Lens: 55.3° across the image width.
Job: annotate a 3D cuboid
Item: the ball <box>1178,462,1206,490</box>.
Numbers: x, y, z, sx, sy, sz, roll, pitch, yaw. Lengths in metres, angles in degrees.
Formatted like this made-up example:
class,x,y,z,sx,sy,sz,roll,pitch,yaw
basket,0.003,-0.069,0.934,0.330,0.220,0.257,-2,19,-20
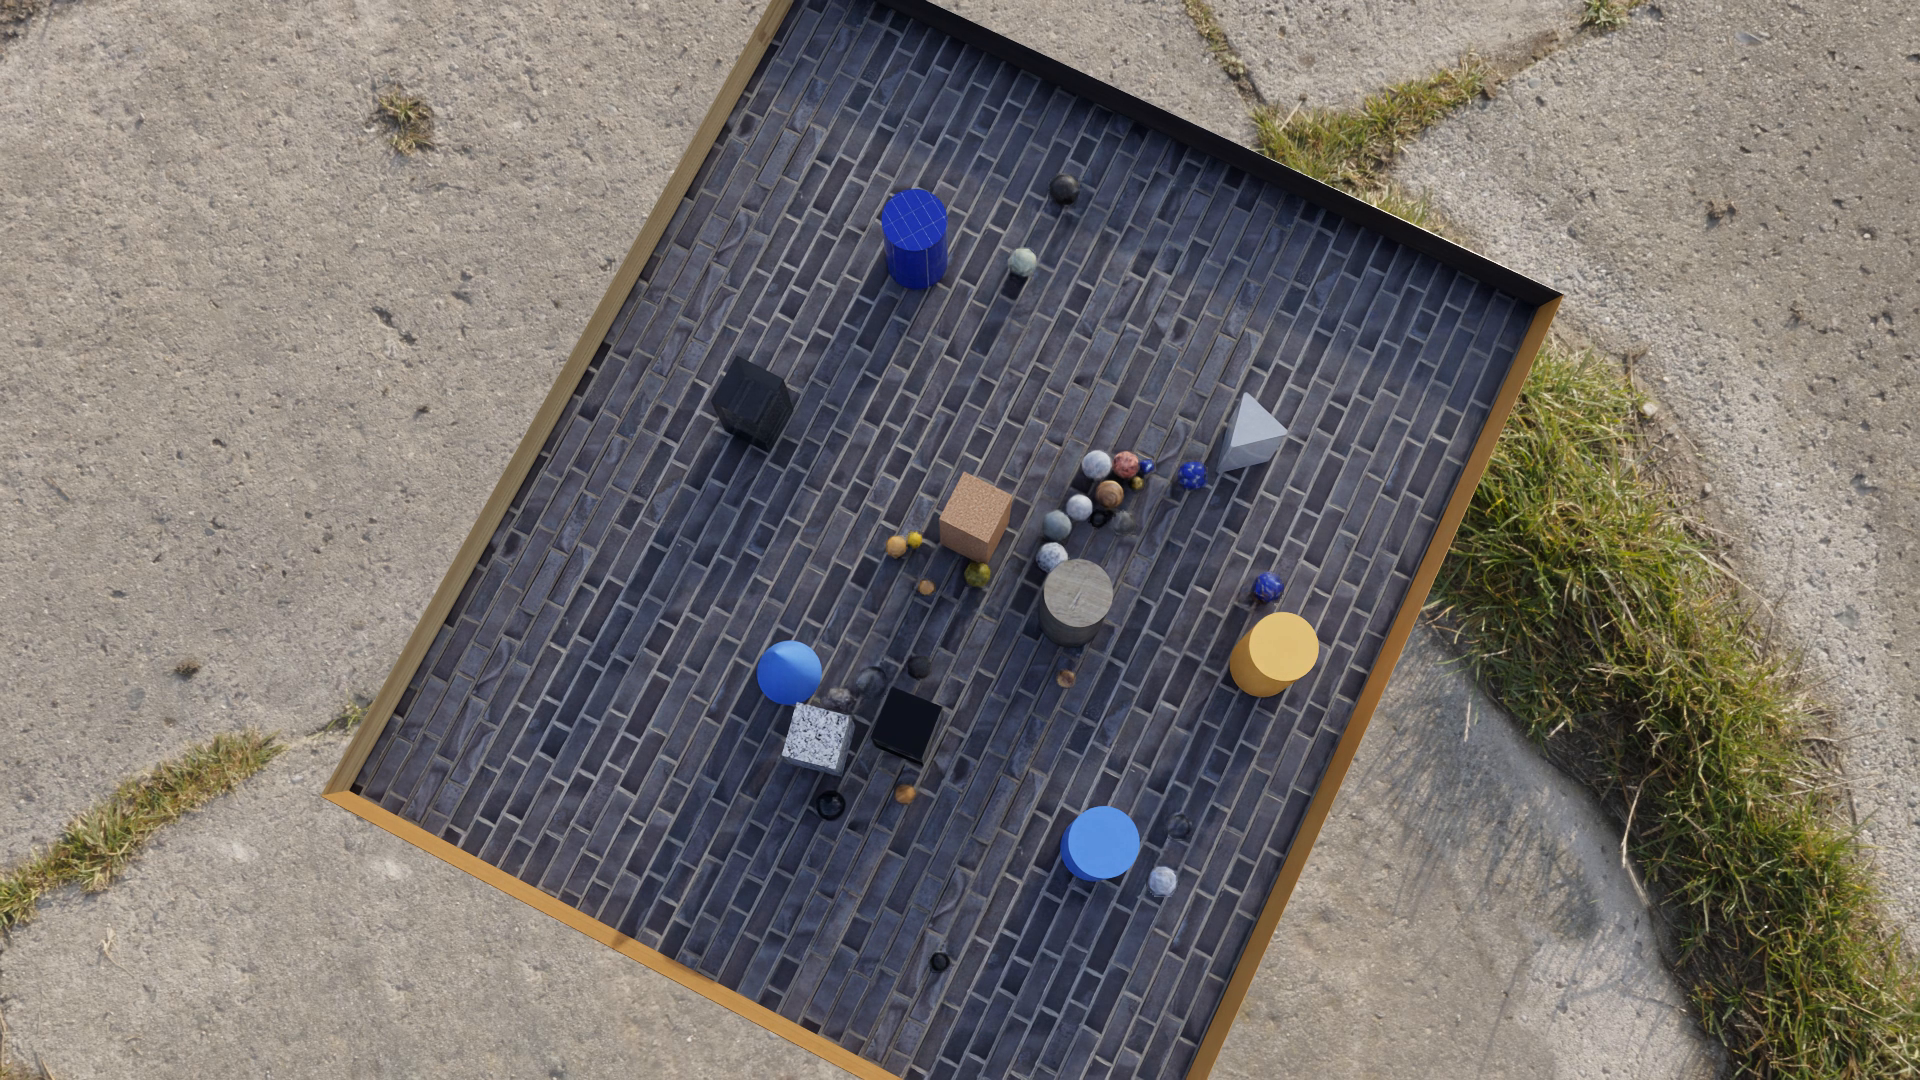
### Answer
class,x,y,z,sx,sy,sz,roll,pitch,yaw
ball,0.711,-0.196,5.612,0.088,0.088,0.088,0,78,0

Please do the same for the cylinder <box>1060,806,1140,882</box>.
class,x,y,z,sx,sy,sz,roll,pitch,yaw
cylinder,0.395,0.870,5.226,0.196,0.411,0.196,0,78,0

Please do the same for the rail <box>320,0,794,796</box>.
class,x,y,z,sx,sy,sz,roll,pitch,yaw
rail,-1.162,-0.562,5.667,0.045,0.127,3.038,26,80,5

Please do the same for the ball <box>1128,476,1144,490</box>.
class,x,y,z,sx,sy,sz,roll,pitch,yaw
ball,0.539,-0.174,5.629,0.046,0.046,0.046,0,78,0

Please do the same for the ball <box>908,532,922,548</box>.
class,x,y,z,sx,sy,sz,roll,pitch,yaw
ball,-0.137,0.001,5.592,0.047,0.047,0.047,0,78,0

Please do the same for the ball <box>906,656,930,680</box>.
class,x,y,z,sx,sy,sz,roll,pitch,yaw
ball,-0.124,0.384,5.501,0.071,0.071,0.071,0,78,0

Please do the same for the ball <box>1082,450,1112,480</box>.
class,x,y,z,sx,sy,sz,roll,pitch,yaw
ball,0.419,-0.229,5.618,0.091,0.091,0.091,0,78,0

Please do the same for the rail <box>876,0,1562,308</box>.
class,x,y,z,sx,sy,sz,roll,pitch,yaw
rail,0.669,-1.303,5.820,2.645,0.127,0.045,26,80,5

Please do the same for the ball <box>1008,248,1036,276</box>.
class,x,y,z,sx,sy,sz,roll,pitch,yaw
ball,0.196,-0.872,5.752,0.089,0.089,0.089,0,78,0

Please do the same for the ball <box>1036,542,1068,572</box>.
class,x,y,z,sx,sy,sz,roll,pitch,yaw
ball,0.278,0.053,5.557,0.095,0.095,0.095,0,78,0

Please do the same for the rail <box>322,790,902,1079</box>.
class,x,y,z,sx,sy,sz,roll,pitch,yaw
rail,-0.669,1.317,5.278,2.645,0.127,0.045,26,80,5

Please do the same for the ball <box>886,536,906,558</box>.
class,x,y,z,sx,sy,sz,roll,pitch,yaw
ball,-0.195,0.021,5.578,0.066,0.066,0.066,0,78,0

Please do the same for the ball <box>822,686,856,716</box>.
class,x,y,z,sx,sy,sz,roll,pitch,yaw
ball,-0.362,0.487,5.466,0.098,0.098,0.098,0,78,0

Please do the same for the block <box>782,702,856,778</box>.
class,x,y,z,sx,sy,sz,roll,pitch,yaw
block,-0.409,0.585,5.347,0.157,0.290,0.157,14,79,3

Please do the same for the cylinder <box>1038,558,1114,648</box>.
class,x,y,z,sx,sy,sz,roll,pitch,yaw
cylinder,0.335,0.190,5.375,0.196,0.397,0.196,0,78,0

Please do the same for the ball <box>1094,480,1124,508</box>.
class,x,y,z,sx,sy,sz,roll,pitch,yaw
ball,0.456,-0.139,5.601,0.087,0.087,0.087,0,78,0

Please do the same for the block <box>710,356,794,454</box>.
class,x,y,z,sx,sy,sz,roll,pitch,yaw
block,-0.623,-0.405,5.527,0.157,0.339,0.157,27,80,5

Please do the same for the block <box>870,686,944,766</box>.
class,x,y,z,sx,sy,sz,roll,pitch,yaw
block,-0.152,0.547,5.350,0.157,0.300,0.157,22,79,4

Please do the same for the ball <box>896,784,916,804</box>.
class,x,y,z,sx,sy,sz,roll,pitch,yaw
ball,-0.161,0.751,5.430,0.061,0.061,0.061,0,78,0

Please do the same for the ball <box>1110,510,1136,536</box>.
class,x,y,z,sx,sy,sz,roll,pitch,yaw
ball,0.499,-0.052,5.587,0.079,0.079,0.079,0,78,0

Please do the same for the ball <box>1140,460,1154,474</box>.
class,x,y,z,sx,sy,sz,roll,pitch,yaw
ball,0.573,-0.226,5.642,0.042,0.042,0.042,0,78,0

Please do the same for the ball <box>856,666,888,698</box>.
class,x,y,z,sx,sy,sz,roll,pitch,yaw
ball,-0.262,0.425,5.481,0.094,0.094,0.094,0,78,0

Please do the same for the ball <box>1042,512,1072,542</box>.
class,x,y,z,sx,sy,sz,roll,pitch,yaw
ball,0.293,-0.042,5.578,0.092,0.092,0.092,0,78,0

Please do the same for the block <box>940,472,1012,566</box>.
class,x,y,z,sx,sy,sz,roll,pitch,yaw
block,0.046,-0.058,5.442,0.157,0.365,0.157,26,80,5

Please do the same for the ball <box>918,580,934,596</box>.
class,x,y,z,sx,sy,sz,roll,pitch,yaw
ball,-0.103,0.144,5.562,0.048,0.048,0.048,0,78,0

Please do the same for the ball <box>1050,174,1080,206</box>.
class,x,y,z,sx,sy,sz,roll,pitch,yaw
ball,0.331,-1.107,5.796,0.097,0.097,0.097,0,78,0

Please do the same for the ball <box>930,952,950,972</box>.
class,x,y,z,sx,sy,sz,roll,pitch,yaw
ball,-0.058,1.227,5.334,0.056,0.056,0.056,0,78,0

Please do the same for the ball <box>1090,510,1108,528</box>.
class,x,y,z,sx,sy,sz,roll,pitch,yaw
ball,0.424,-0.063,5.602,0.054,0.054,0.054,0,78,0

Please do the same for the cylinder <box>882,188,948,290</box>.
class,x,y,z,sx,sy,sz,roll,pitch,yaw
cylinder,-0.136,-0.920,5.632,0.196,0.343,0.196,0,78,0

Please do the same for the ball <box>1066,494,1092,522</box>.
class,x,y,z,sx,sy,sz,roll,pitch,yaw
ball,0.364,-0.098,5.595,0.082,0.082,0.082,0,78,0

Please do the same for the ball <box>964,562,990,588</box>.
class,x,y,z,sx,sy,sz,roll,pitch,yaw
ball,0.053,0.104,5.555,0.079,0.079,0.079,0,78,0

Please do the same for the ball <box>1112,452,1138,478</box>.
class,x,y,z,sx,sy,sz,roll,pitch,yaw
ball,0.507,-0.230,5.622,0.083,0.083,0.083,0,78,0

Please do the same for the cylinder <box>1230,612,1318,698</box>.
class,x,y,z,sx,sy,sz,roll,pitch,yaw
cylinder,0.912,0.339,5.349,0.196,0.386,0.196,0,78,0

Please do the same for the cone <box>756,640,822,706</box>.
class,x,y,z,sx,sy,sz,roll,pitch,yaw
cone,-0.515,0.356,5.319,0.196,0.438,0.196,0,78,0

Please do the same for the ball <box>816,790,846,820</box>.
class,x,y,z,sx,sy,sz,roll,pitch,yaw
ball,-0.382,0.783,5.410,0.088,0.088,0.088,0,78,0

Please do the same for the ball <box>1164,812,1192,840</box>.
class,x,y,z,sx,sy,sz,roll,pitch,yaw
ball,0.643,0.843,5.402,0.078,0.078,0.078,0,78,0

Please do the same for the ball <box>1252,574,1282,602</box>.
class,x,y,z,sx,sy,sz,roll,pitch,yaw
ball,0.928,0.145,5.542,0.087,0.087,0.087,0,78,0

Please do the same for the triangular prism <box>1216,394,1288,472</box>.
class,x,y,z,sx,sy,sz,roll,pitch,yaw
triangular prism,0.857,-0.331,5.522,0.170,0.320,0.147,-14,79,-3

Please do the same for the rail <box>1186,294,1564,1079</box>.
class,x,y,z,sx,sy,sz,roll,pitch,yaw
rail,1.162,0.576,5.431,0.045,0.127,3.038,26,80,5

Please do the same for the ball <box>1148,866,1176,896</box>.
class,x,y,z,sx,sy,sz,roll,pitch,yaw
ball,0.593,0.998,5.367,0.084,0.084,0.084,0,78,0

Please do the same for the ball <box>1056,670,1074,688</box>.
class,x,y,z,sx,sy,sz,roll,pitch,yaw
ball,0.317,0.415,5.503,0.054,0.054,0.054,0,78,0
